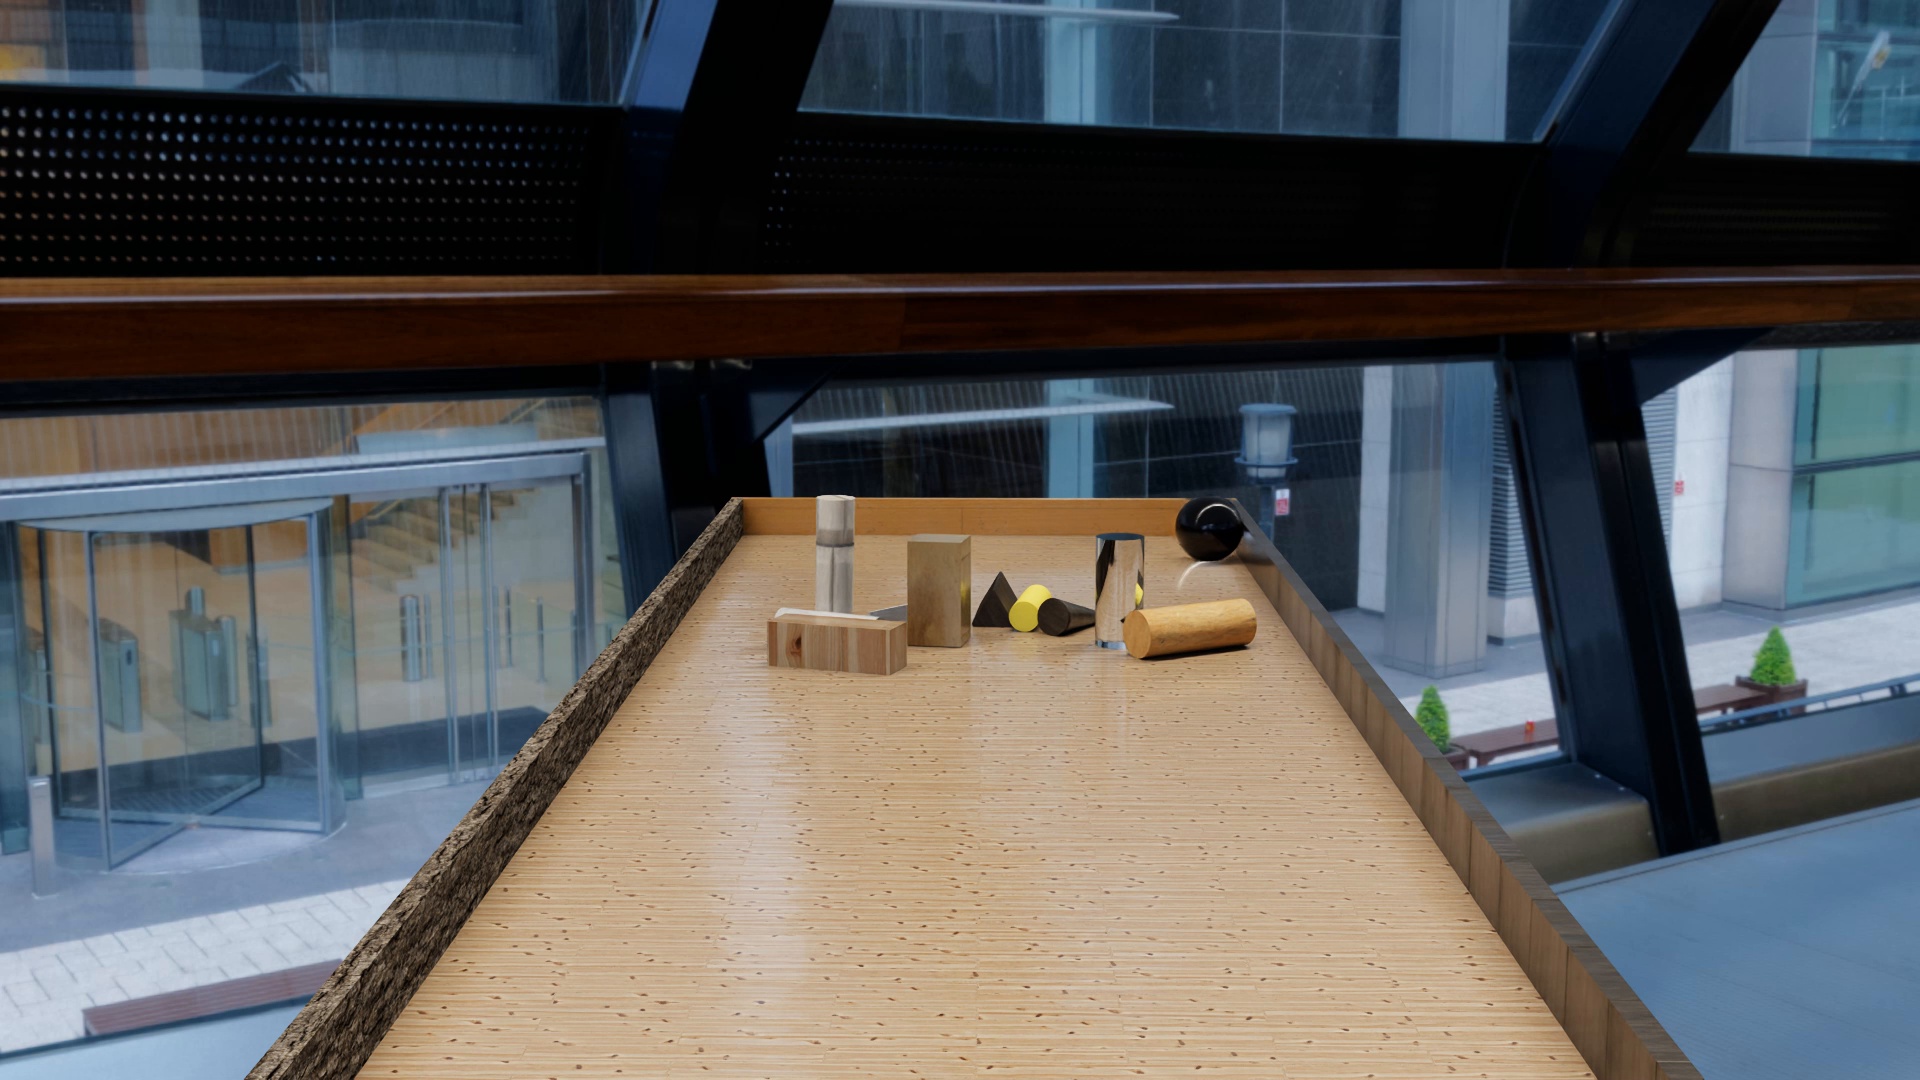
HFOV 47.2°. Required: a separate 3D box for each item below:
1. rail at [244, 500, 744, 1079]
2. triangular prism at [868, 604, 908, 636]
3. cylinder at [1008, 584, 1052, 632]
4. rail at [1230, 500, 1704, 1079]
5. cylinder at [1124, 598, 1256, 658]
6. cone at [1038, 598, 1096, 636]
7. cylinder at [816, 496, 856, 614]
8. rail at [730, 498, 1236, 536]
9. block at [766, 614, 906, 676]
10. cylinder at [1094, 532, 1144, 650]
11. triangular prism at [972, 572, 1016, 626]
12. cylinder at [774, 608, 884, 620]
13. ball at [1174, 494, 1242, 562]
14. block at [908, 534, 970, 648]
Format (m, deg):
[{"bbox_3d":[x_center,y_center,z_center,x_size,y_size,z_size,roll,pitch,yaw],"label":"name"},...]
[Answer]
[{"bbox_3d":[-1.004,0.839,3.234,0.050,0.150,12.000,0,9,1],"label":"rail"},{"bbox_3d":[-0.170,0.251,7.119,0.104,0.090,0.358,7,12,41],"label":"triangular prism"},{"bbox_3d":[0.234,0.224,7.276,0.100,0.100,0.312,2,9,10],"label":"cylinder"},{"bbox_3d":[1.046,0.843,3.208,0.050,0.150,12.000,0,9,1],"label":"rail"},{"bbox_3d":[0.714,0.272,6.817,0.402,0.148,0.148,-5,10,-30],"label":"cylinder"},{"bbox_3d":[0.413,0.253,7.221,0.122,0.122,0.387,7,2,37],"label":"cone"},{"bbox_3d":[-0.397,0.091,6.969,0.122,0.455,0.122,1,9,0],"label":"cylinder"},{"bbox_3d":[0.099,-0.098,9.147,2.100,0.150,0.050,0,9,1],"label":"rail"},{"bbox_3d":[-0.370,0.312,6.608,0.398,0.136,0.136,3,10,20],"label":"block"},{"bbox_3d":[0.501,0.159,6.910,0.152,0.343,0.152,0,9,0],"label":"cylinder"},{"bbox_3d":[0.124,0.195,7.377,0.138,0.120,0.362,1,9,5],"label":"triangular prism"},{"bbox_3d":[-0.406,0.282,6.869,0.349,0.114,0.114,5,10,27],"label":"cylinder"},{"bbox_3d":[0.958,-0.046,8.465,0.260,0.260,0.260,0,9,0],"label":"ball"},{"bbox_3d":[-0.065,0.158,6.951,0.171,0.331,0.171,2,9,11],"label":"block"}]
